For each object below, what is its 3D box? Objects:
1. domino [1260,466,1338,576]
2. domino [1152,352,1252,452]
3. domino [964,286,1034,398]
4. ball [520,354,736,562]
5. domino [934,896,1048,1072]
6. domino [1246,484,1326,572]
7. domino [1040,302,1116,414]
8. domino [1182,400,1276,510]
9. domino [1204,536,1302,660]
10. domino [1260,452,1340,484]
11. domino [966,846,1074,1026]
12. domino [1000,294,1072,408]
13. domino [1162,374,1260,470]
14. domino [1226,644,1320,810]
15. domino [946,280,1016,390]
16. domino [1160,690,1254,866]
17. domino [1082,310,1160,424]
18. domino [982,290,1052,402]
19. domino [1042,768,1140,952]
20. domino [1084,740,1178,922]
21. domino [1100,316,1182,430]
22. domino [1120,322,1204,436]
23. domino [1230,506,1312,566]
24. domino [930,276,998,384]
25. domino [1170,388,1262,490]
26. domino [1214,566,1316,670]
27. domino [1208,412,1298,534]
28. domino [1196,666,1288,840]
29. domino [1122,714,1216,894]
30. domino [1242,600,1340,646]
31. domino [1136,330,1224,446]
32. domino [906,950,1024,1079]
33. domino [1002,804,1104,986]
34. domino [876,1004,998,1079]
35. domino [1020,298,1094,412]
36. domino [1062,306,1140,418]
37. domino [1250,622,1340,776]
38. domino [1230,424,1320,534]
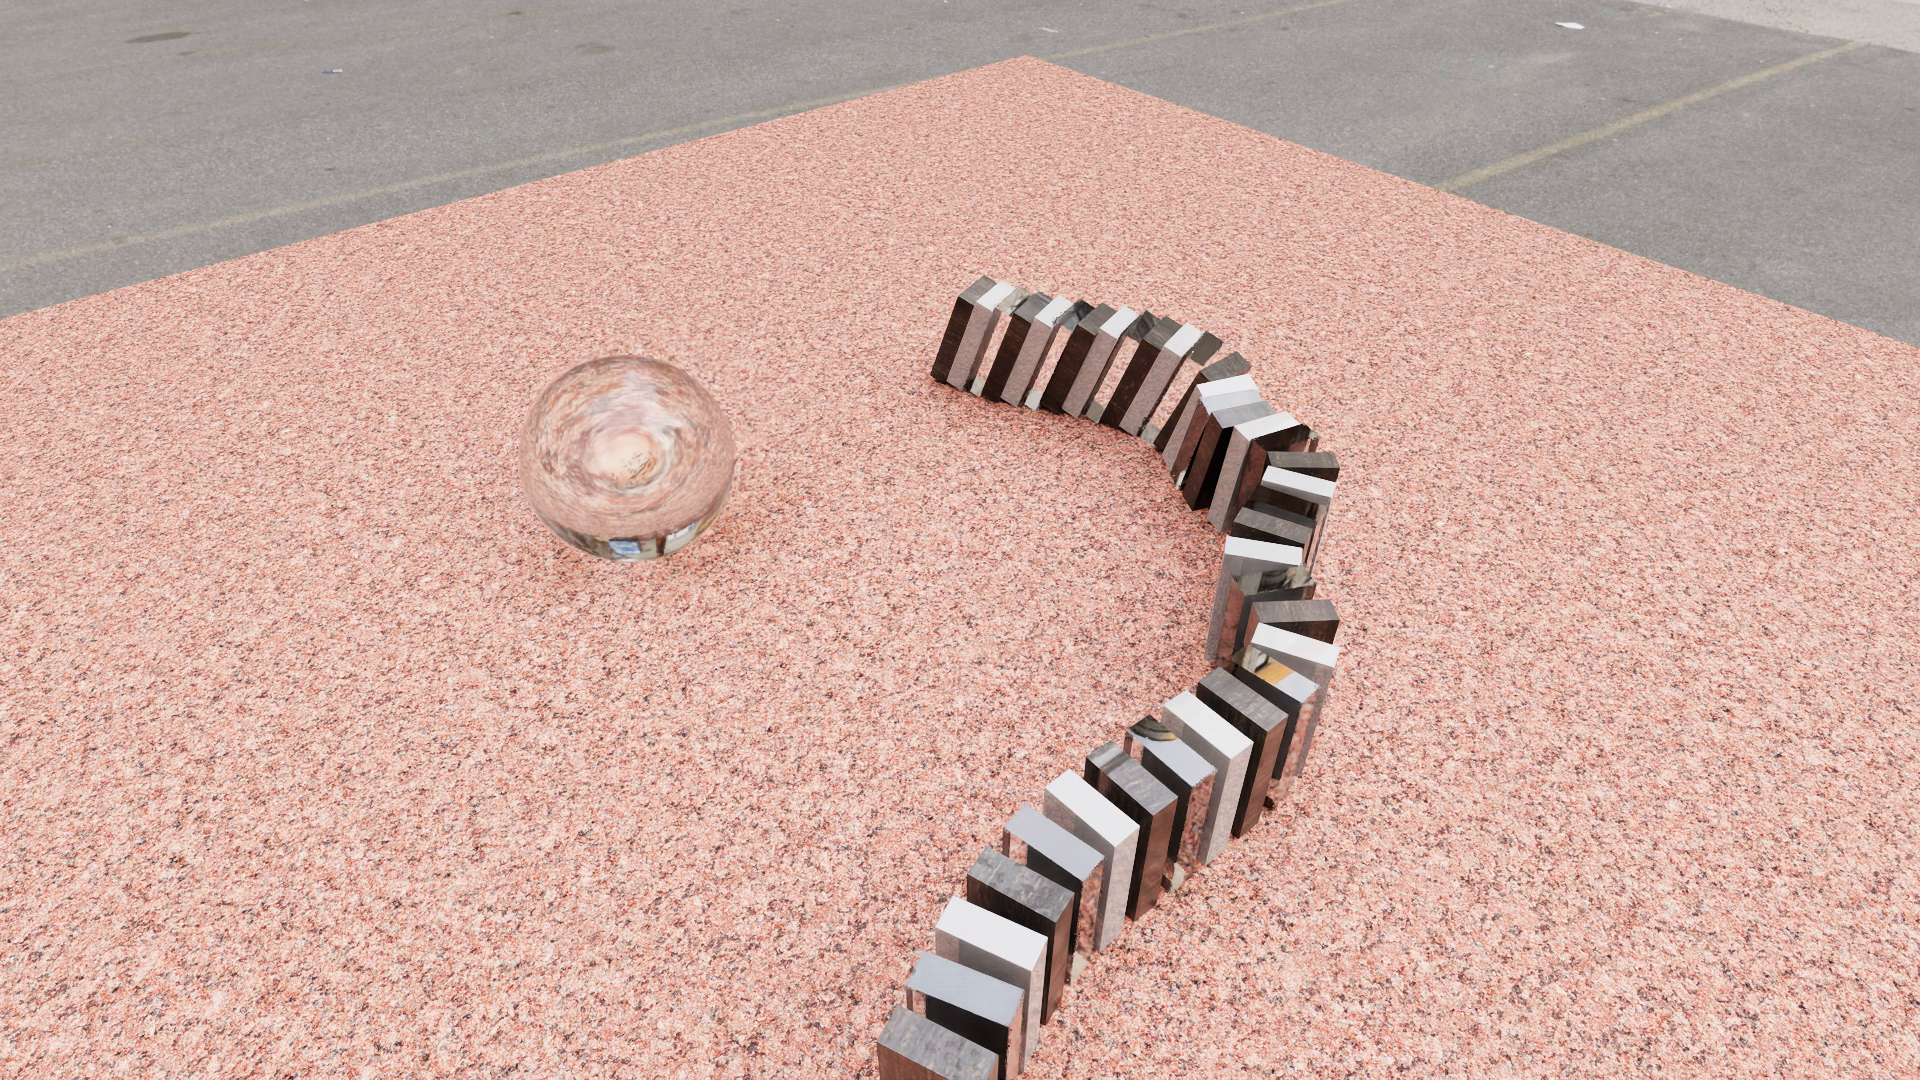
[{"bbox_3d":[0.123,-0.002,0.414,0.025,0.050,0.009,17,43,20],"label":"domino"},{"bbox_3d":[0.106,-0.059,0.484,0.025,0.050,0.010,-29,70,-30],"label":"domino"},{"bbox_3d":[0.019,-0.095,0.527,0.009,0.050,0.025,34,47,9],"label":"domino"},{"bbox_3d":[-0.128,-0.032,0.426,0.080,0.080,0.080,0,39,0],"label":"ball"},{"bbox_3d":[0.007,0.112,0.275,0.025,0.050,0.010,18,42,20],"label":"domino"},{"bbox_3d":[0.116,0.006,0.404,0.025,0.050,0.009,21,44,24],"label":"domino"},{"bbox_3d":[0.056,-0.085,0.514,0.009,0.050,0.025,36,48,11],"label":"domino"},{"bbox_3d":[0.110,-0.034,0.452,0.025,0.050,0.010,-13,54,-15],"label":"domino"},{"bbox_3d":[0.101,0.023,0.384,0.025,0.050,0.010,10,40,11],"label":"domino"},{"bbox_3d":[0.128,-0.011,0.425,0.025,0.050,0.009,1,41,1],"label":"domino"},{"bbox_3d":[0.015,0.103,0.285,0.025,0.050,0.010,22,44,25],"label":"domino"},{"bbox_3d":[0.037,-0.089,0.519,0.010,0.050,0.025,34,47,9],"label":"domino"},{"bbox_3d":[0.107,-0.050,0.472,0.025,0.050,0.009,-14,62,-16],"label":"domino"},{"bbox_3d":[0.093,0.058,0.340,0.025,0.050,0.010,32,49,33],"label":"domino"},{"bbox_3d":[0.010,-0.098,0.531,0.010,0.050,0.025,34,47,9],"label":"domino"},{"bbox_3d":[0.070,0.071,0.325,0.009,0.050,0.025,-27,46,-29],"label":"domino"},{"bbox_3d":[0.075,-0.080,0.508,0.010,0.050,0.025,36,48,11],"label":"domino"},{"bbox_3d":[0.027,-0.091,0.523,0.009,0.050,0.025,34,47,9],"label":"domino"},{"bbox_3d":[0.034,0.089,0.303,0.010,0.050,0.025,-30,48,-31],"label":"domino"},{"bbox_3d":[0.046,0.083,0.310,0.009,0.050,0.025,-27,46,-29],"label":"domino"},{"bbox_3d":[0.083,-0.076,0.504,0.010,0.050,0.025,36,48,11],"label":"domino"},{"bbox_3d":[0.091,-0.072,0.500,0.010,0.050,0.025,36,48,10],"label":"domino"},{"bbox_3d":[0.108,0.014,0.394,0.025,0.050,0.009,20,43,22],"label":"domino"},{"bbox_3d":[0.002,-0.102,0.536,0.009,0.050,0.025,34,47,9],"label":"domino"},{"bbox_3d":[0.107,-0.041,0.462,0.025,0.050,0.009,-11,58,-13],"label":"domino"},{"bbox_3d":[0.102,0.032,0.372,0.025,0.050,0.009,-8,40,-10],"label":"domino"},{"bbox_3d":[0.118,-0.027,0.444,0.025,0.050,0.010,-17,49,-20],"label":"domino"},{"bbox_3d":[0.081,0.065,0.332,0.010,0.050,0.025,-28,47,-30],"label":"domino"},{"bbox_3d":[0.058,0.077,0.318,0.010,0.050,0.025,-26,46,-28],"label":"domino"},{"bbox_3d":[0.105,0.042,0.361,0.025,0.050,0.009,-2,39,-3],"label":"domino"},{"bbox_3d":[0.099,-0.068,0.494,0.010,0.050,0.025,36,48,10],"label":"domino"},{"bbox_3d":[0.001,0.120,0.264,0.025,0.050,0.009,15,42,18],"label":"domino"},{"bbox_3d":[0.024,0.096,0.295,0.025,0.050,0.009,28,47,30],"label":"domino"},{"bbox_3d":[-0.005,0.129,0.254,0.025,0.050,0.010,18,43,21],"label":"domino"},{"bbox_3d":[0.046,-0.087,0.517,0.009,0.050,0.025,36,48,11],"label":"domino"},{"bbox_3d":[0.065,-0.082,0.512,0.009,0.050,0.025,36,48,11],"label":"domino"},{"bbox_3d":[0.102,0.051,0.349,0.025,0.050,0.009,17,42,20],"label":"domino"},{"bbox_3d":[0.124,-0.020,0.436,0.025,0.050,0.010,-17,44,-20],"label":"domino"}]
